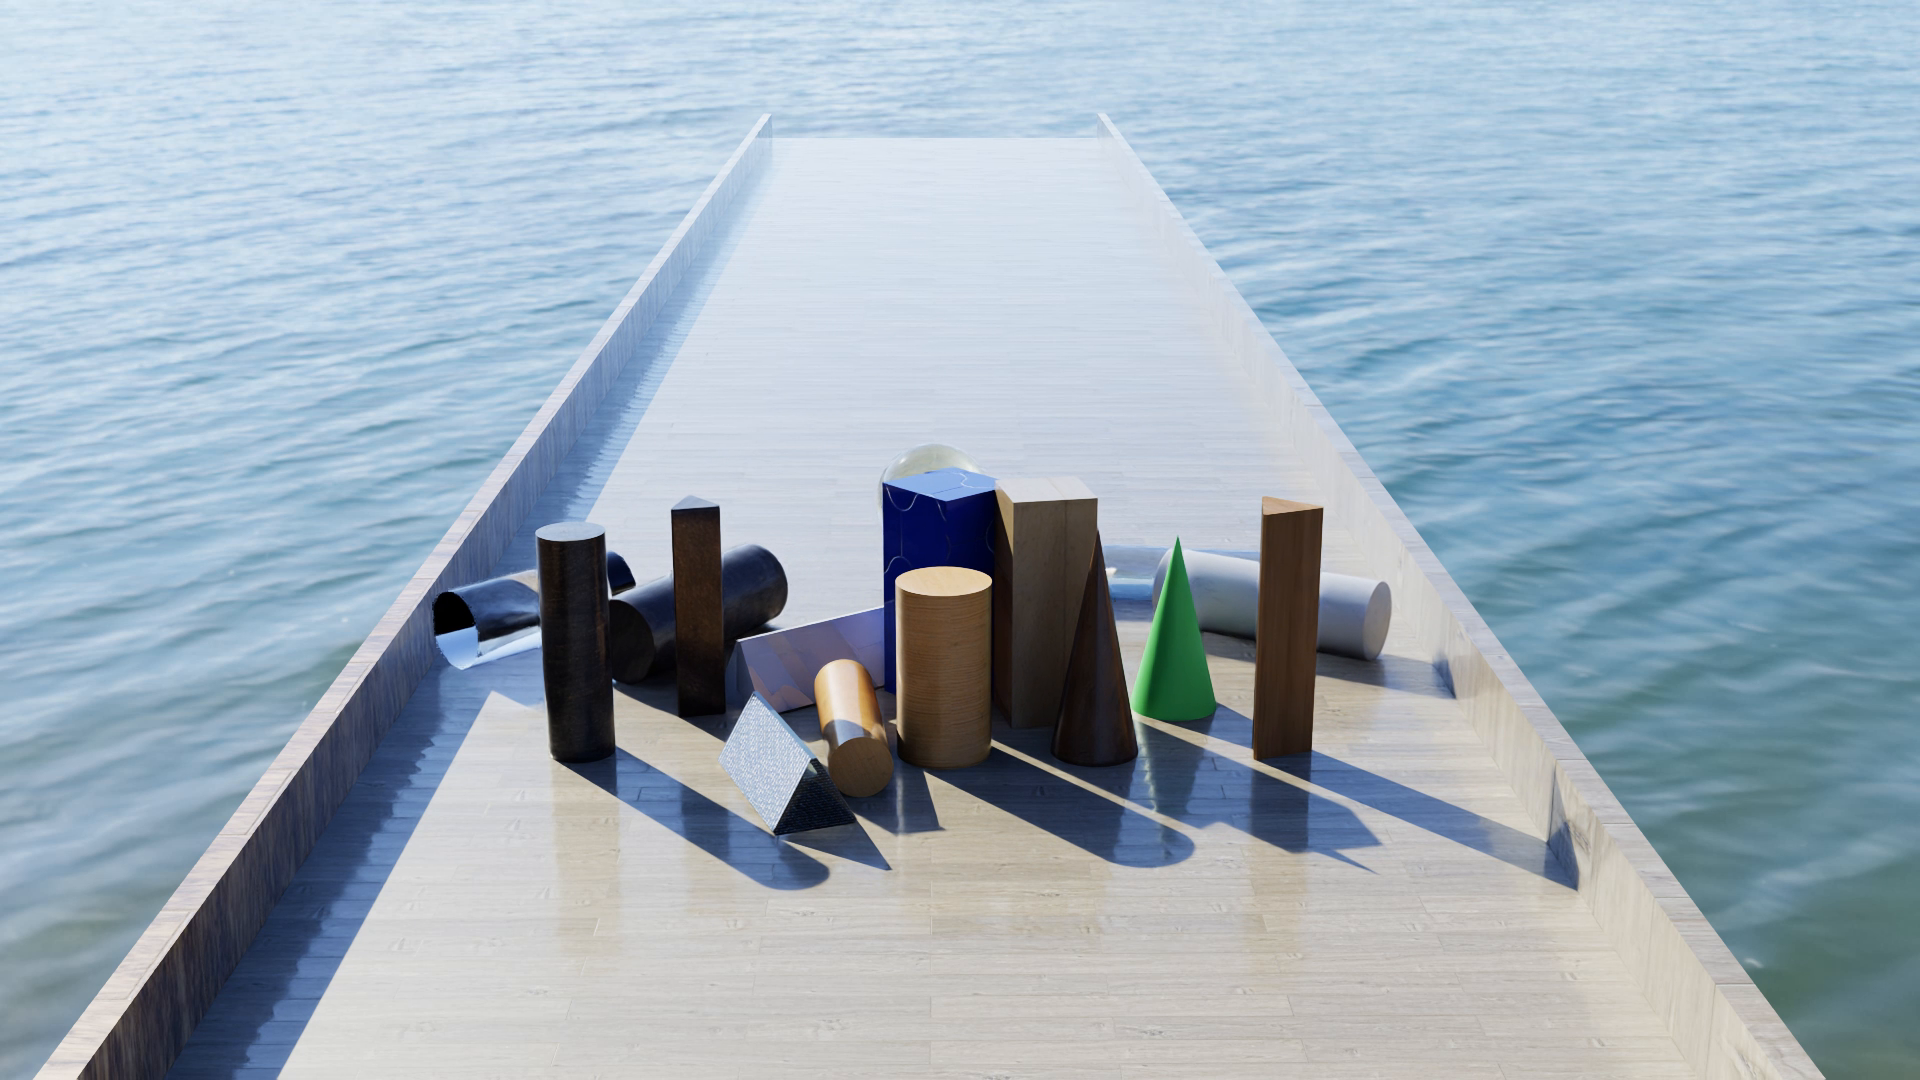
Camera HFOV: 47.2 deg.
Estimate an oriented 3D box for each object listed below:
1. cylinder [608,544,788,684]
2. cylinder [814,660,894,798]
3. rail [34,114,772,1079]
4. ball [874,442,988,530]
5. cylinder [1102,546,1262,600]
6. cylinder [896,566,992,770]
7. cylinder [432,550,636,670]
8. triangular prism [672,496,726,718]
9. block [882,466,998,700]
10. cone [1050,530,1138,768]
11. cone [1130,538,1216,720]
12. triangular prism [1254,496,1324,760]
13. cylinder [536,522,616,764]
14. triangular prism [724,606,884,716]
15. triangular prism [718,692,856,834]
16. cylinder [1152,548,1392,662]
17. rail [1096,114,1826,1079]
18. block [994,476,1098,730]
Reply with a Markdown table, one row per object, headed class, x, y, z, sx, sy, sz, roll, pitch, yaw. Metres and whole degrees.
| class | x | y | z | sx | sy | sz | roll | pitch | yaw |
| --- | --- | --- | --- | --- | --- | --- | --- | --- | --- |
| cylinder | -0.545 | 0.144 | 4.444 | 0.172 | 0.172 | 0.440 | 10 | 19 | 30 |
| cylinder | -0.193 | 0.330 | 3.922 | 0.110 | 0.110 | 0.394 | -2 | 17 | -7 |
| rail | -1.118 | -0.838 | 7.780 | 0.050 | 0.150 | 12.000 | 0 | 17 | -1 |
| ball | -0.059 | -0.086 | 5.039 | 0.273 | 0.273 | 0.273 | 0 | 17 | 0 |
| cylinder | 0.461 | 0.076 | 4.767 | 0.427 | 0.117 | 0.117 | 2 | 17 | 8 |
| cylinder | -0.029 | 0.226 | 3.902 | 0.170 | 0.322 | 0.170 | 0 | 17 | 0 |
| cylinder | -0.862 | 0.139 | 4.482 | 0.158 | 0.158 | 0.390 | 15 | 22 | 42 |
| triangular prism | -0.491 | 0.123 | 4.089 | 0.088 | 0.410 | 0.076 | -5 | 20 | -14 |
| block | -0.020 | 0.093 | 4.183 | 0.178 | 0.416 | 0.178 | -15 | 22 | -40 |
| cone | 0.241 | 0.177 | 3.895 | 0.159 | 0.419 | 0.159 | 0 | 17 | 0 |
| cone | 0.404 | 0.151 | 4.125 | 0.166 | 0.339 | 0.166 | 0 | 17 | 0 |
| triangular prism | 0.559 | 0.154 | 3.914 | 0.119 | 0.454 | 0.103 | -7 | 18 | -22 |
| cylinder | -0.680 | 0.182 | 3.895 | 0.121 | 0.411 | 0.121 | 0 | 17 | 0 |
| triangular prism | -0.262 | 0.218 | 4.247 | 0.386 | 0.134 | 0.154 | -12 | 21 | -36 |
| triangular prism | -0.300 | 0.370 | 3.753 | 0.143 | 0.124 | 0.334 | -7 | 18 | -21 |
| cylinder | 0.636 | 0.130 | 4.503 | 0.458 | 0.163 | 0.163 | 10 | 19 | 29 |
| rail | 0.932 | -0.844 | 7.801 | 0.050 | 0.150 | 12.000 | 0 | 17 | -1 |
| block | 0.156 | 0.115 | 4.079 | 0.156 | 0.434 | 0.156 | -3 | 17 | -11 |
